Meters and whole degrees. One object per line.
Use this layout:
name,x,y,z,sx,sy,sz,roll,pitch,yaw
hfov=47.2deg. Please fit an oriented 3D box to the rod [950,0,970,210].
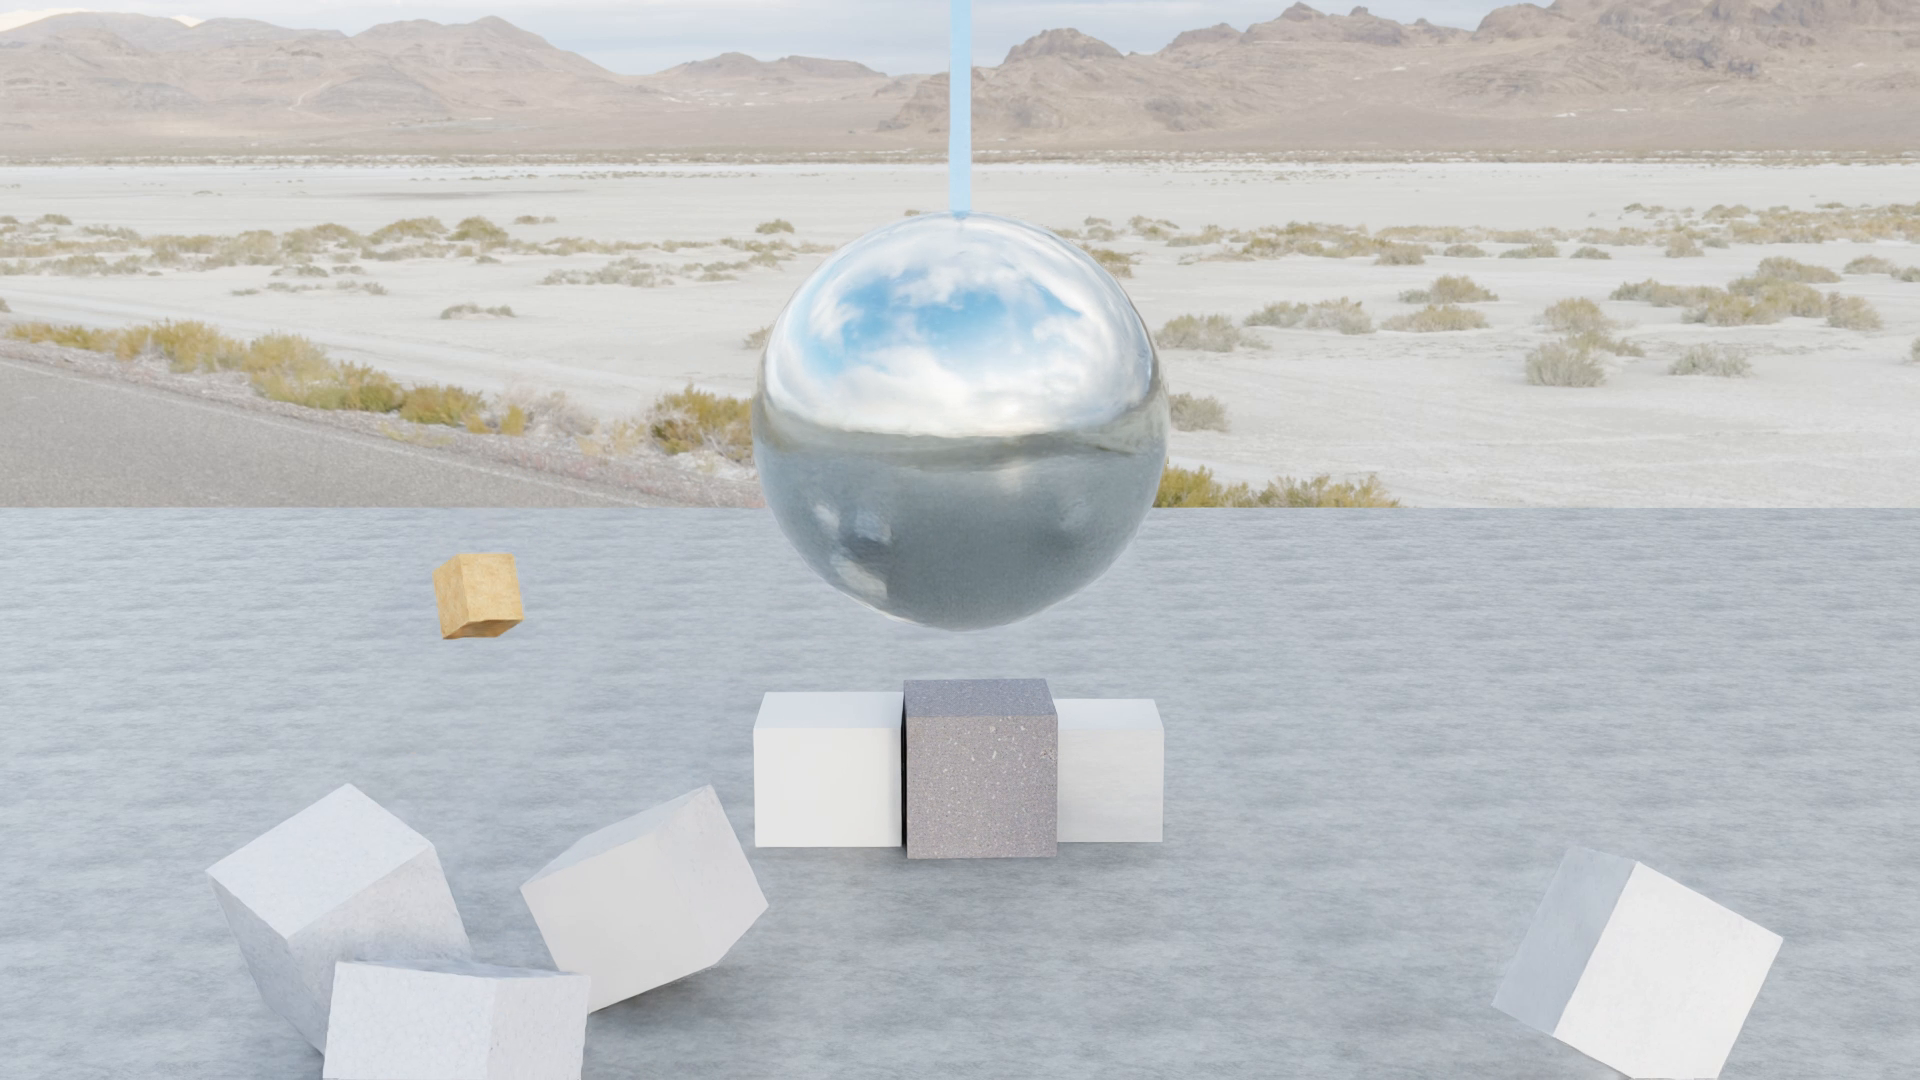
rod,0.000,-3.721,9.335,0.080,5.200,0.080,0,-16,0

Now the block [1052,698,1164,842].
block,0.748,1.187,11.399,0.556,0.587,0.622,0,10,0

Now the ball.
ball,0.000,-0.452,8.400,1.600,1.600,1.600,0,10,0

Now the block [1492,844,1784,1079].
block,2.408,1.552,7.875,0.582,0.667,0.652,28,-5,-3

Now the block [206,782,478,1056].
block,-2.383,1.491,8.532,0.639,0.686,0.636,-33,38,-32

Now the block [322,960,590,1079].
block,-1.711,1.764,7.477,0.619,0.605,0.621,1,-9,20

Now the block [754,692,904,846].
block,-0.664,1.176,11.380,0.735,0.615,0.736,0,10,0

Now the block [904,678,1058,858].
block,0.093,1.152,11.208,0.741,0.724,0.754,0,10,-3

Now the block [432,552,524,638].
block,-2.555,0.296,11.663,0.319,0.372,0.317,0,-19,-40

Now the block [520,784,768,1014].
block,-1.300,1.485,9.149,0.642,0.585,0.688,-24,4,16
